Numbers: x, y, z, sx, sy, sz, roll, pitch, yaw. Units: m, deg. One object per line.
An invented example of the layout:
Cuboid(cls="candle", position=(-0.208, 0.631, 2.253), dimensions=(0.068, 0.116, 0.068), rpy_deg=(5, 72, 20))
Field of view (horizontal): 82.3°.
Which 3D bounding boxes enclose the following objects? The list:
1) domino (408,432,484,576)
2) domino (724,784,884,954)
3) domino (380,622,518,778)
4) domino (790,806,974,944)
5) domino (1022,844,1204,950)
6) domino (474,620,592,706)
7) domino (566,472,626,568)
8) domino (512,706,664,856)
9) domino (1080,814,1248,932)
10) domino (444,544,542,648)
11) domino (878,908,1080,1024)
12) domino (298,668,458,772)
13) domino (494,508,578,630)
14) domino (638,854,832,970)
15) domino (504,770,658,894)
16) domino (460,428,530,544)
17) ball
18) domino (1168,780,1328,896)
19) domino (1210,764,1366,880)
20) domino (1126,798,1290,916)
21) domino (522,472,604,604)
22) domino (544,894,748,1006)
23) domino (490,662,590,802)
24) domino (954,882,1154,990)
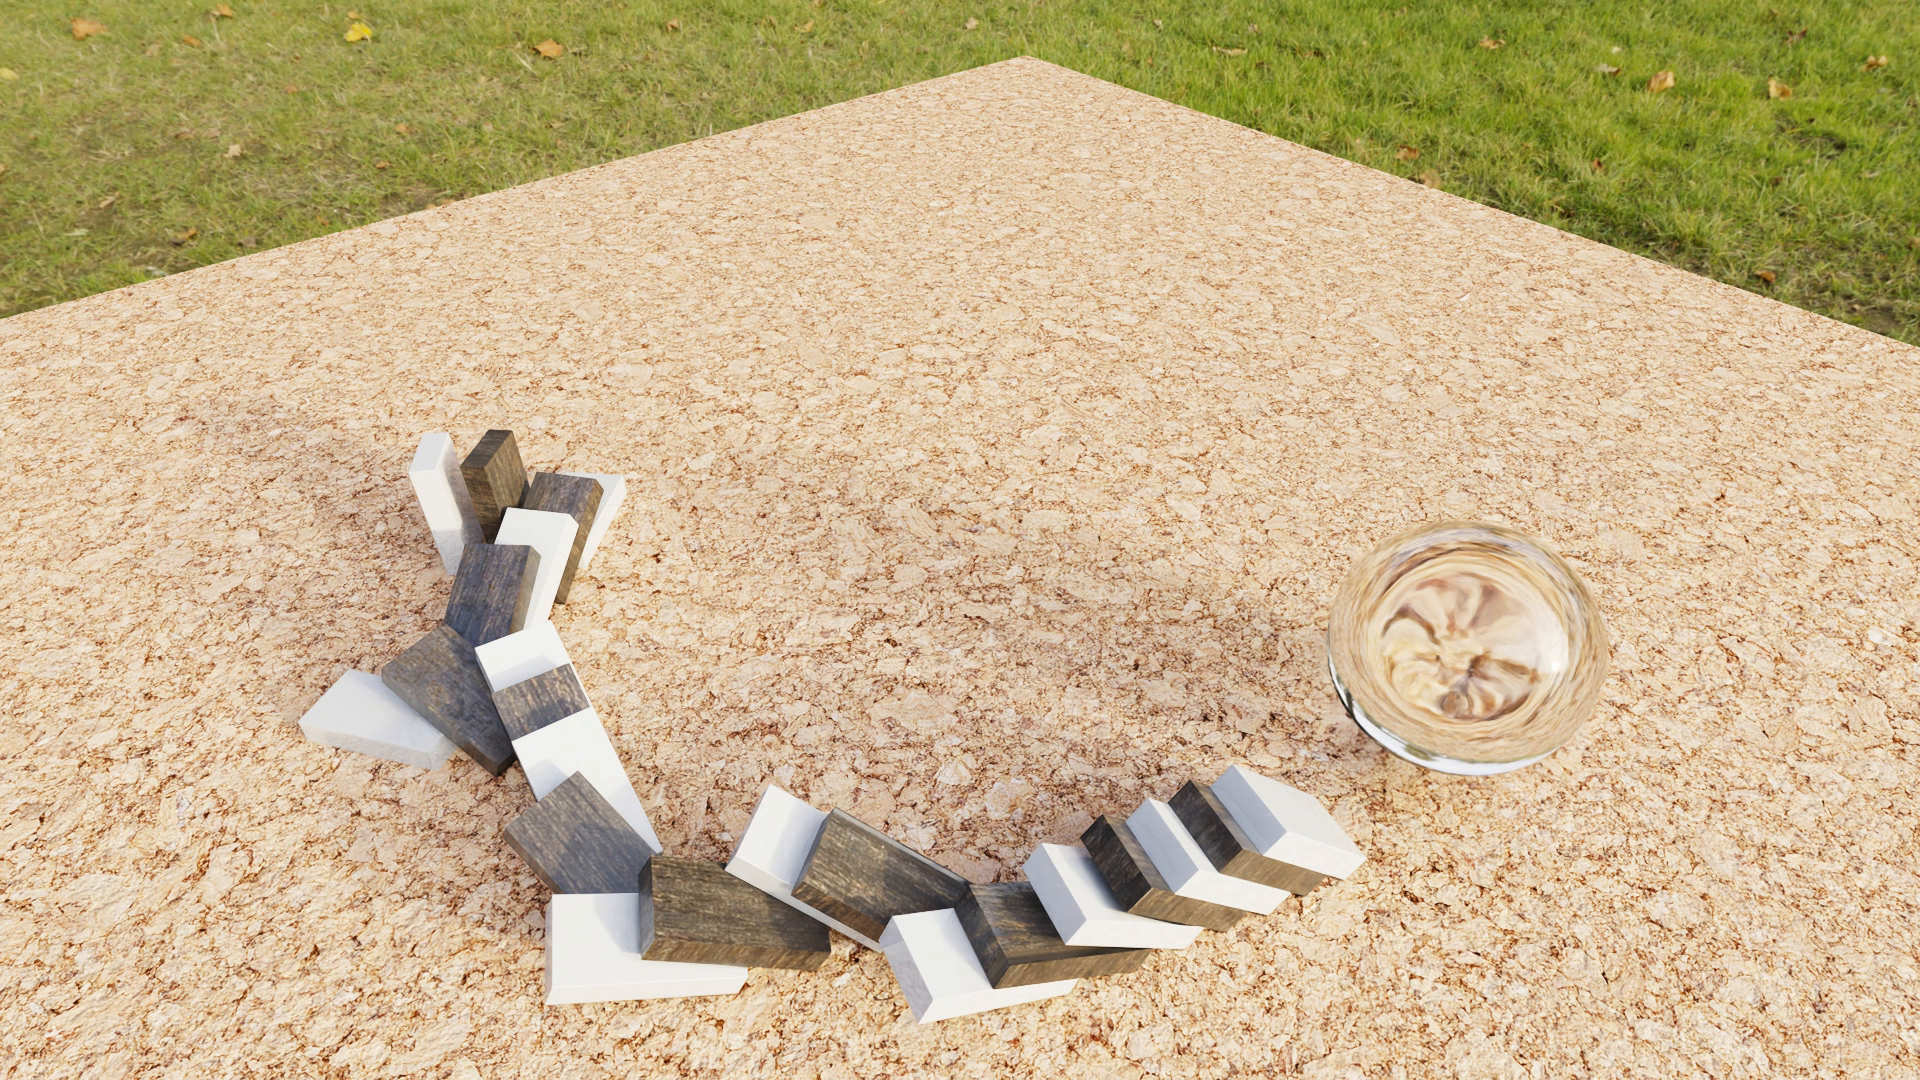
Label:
Cuboid(cls="domino", position=(-0.199, -0.014, 0.428), dimensions=(0.009, 0.050, 0.025), rpy_deg=(-6, 40, -7))
Cuboid(cls="domino", position=(-0.038, 0.093, 0.312), dimensions=(0.050, 0.009, 0.025), rpy_deg=(31, 40, -8))
Cuboid(cls="domino", position=(-0.162, 0.052, 0.364), dimensions=(0.050, 0.009, 0.025), rpy_deg=(38, 48, 5))
Cuboid(cls="domino", position=(-0.019, 0.098, 0.306), dimensions=(0.050, 0.010, 0.025), rpy_deg=(31, 41, -7))
Cuboid(cls="domino", position=(0.043, 0.098, 0.302), dimensions=(0.050, 0.010, 0.025), rpy_deg=(19, 24, -39))
Cuboid(cls="domino", position=(-0.136, 0.054, 0.360), dimensions=(0.025, 0.010, 0.050), rpy_deg=(-22, 71, -30))
Cuboid(cls="domino", position=(-0.159, -0.009, 0.454), dimensions=(0.025, 0.009, 0.050), rpy_deg=(3, 39, 4))
Cuboid(cls="domino", position=(-0.112, 0.078, 0.331), dimensions=(0.025, 0.010, 0.050), rpy_deg=(-24, 72, -27))
Cuboid(cls="domino", position=(0.057, 0.093, 0.305), dimensions=(0.050, 0.010, 0.025), rpy_deg=(27, 19, -42))
Cuboid(cls="domino", position=(-0.170, 0.026, 0.395), dimensions=(0.025, 0.010, 0.050), rpy_deg=(1, 64, 5))
Cuboid(cls="domino", position=(0.006, 0.110, 0.292), dimensions=(0.050, 0.009, 0.025), rpy_deg=(7, 32, -36))
Cuboid(cls="domino", position=(-0.191, 0.060, 0.370), dimensions=(0.050, 0.010, 0.025), rpy_deg=(10, 40, 12))
Cuboid(cls="domino", position=(-0.163, 0.013, 0.411), dimensions=(0.025, 0.010, 0.050), rpy_deg=(6, 65, 7))
Cuboid(cls="domino", position=(-0.061, 0.102, 0.299), dimensions=(0.050, 0.009, 0.025), rpy_deg=(17, 33, -30))
Cuboid(cls="domino", position=(-0.102, 0.093, 0.313), dimensions=(0.050, 0.009, 0.025), rpy_deg=(44, 51, 6))
Cuboid(cls="domino", position=(-0.178, -0.015, 0.430), dimensions=(0.009, 0.050, 0.025), rpy_deg=(4, 39, 5))
Cuboid(cls="ball", position=(0.158, 0.034, 0.346), dimensions=(0.080, 0.080, 0.080), rpy_deg=(0, 39, 0))
Cuboid(cls="domino", position=(0.083, 0.086, 0.314), dimensions=(0.050, 0.009, 0.025), rpy_deg=(27, 19, -42))
Cuboid(cls="domino", position=(0.096, 0.082, 0.318), dimensions=(0.050, 0.009, 0.025), rpy_deg=(27, 19, -42))
Cuboid(cls="domino", position=(0.070, 0.089, 0.309), dimensions=(0.050, 0.009, 0.025), rpy_deg=(27, 19, -42))
Cuboid(cls="domino", position=(-0.160, -0.001, 0.429), dimensions=(0.025, 0.010, 0.050), rpy_deg=(7, 65, 7))
Cuboid(cls="domino", position=(-0.084, 0.108, 0.294), dimensions=(0.050, 0.009, 0.025), rpy_deg=(8, 41, -27))
Cuboid(cls="domino", position=(-0.125, 0.066, 0.345), dimensions=(0.025, 0.010, 0.050), rpy_deg=(-23, 71, -28))
Cuboid(cls="domino", position=(0.026, 0.105, 0.298), dimensions=(0.050, 0.010, 0.025), rpy_deg=(9, 31, -35))
